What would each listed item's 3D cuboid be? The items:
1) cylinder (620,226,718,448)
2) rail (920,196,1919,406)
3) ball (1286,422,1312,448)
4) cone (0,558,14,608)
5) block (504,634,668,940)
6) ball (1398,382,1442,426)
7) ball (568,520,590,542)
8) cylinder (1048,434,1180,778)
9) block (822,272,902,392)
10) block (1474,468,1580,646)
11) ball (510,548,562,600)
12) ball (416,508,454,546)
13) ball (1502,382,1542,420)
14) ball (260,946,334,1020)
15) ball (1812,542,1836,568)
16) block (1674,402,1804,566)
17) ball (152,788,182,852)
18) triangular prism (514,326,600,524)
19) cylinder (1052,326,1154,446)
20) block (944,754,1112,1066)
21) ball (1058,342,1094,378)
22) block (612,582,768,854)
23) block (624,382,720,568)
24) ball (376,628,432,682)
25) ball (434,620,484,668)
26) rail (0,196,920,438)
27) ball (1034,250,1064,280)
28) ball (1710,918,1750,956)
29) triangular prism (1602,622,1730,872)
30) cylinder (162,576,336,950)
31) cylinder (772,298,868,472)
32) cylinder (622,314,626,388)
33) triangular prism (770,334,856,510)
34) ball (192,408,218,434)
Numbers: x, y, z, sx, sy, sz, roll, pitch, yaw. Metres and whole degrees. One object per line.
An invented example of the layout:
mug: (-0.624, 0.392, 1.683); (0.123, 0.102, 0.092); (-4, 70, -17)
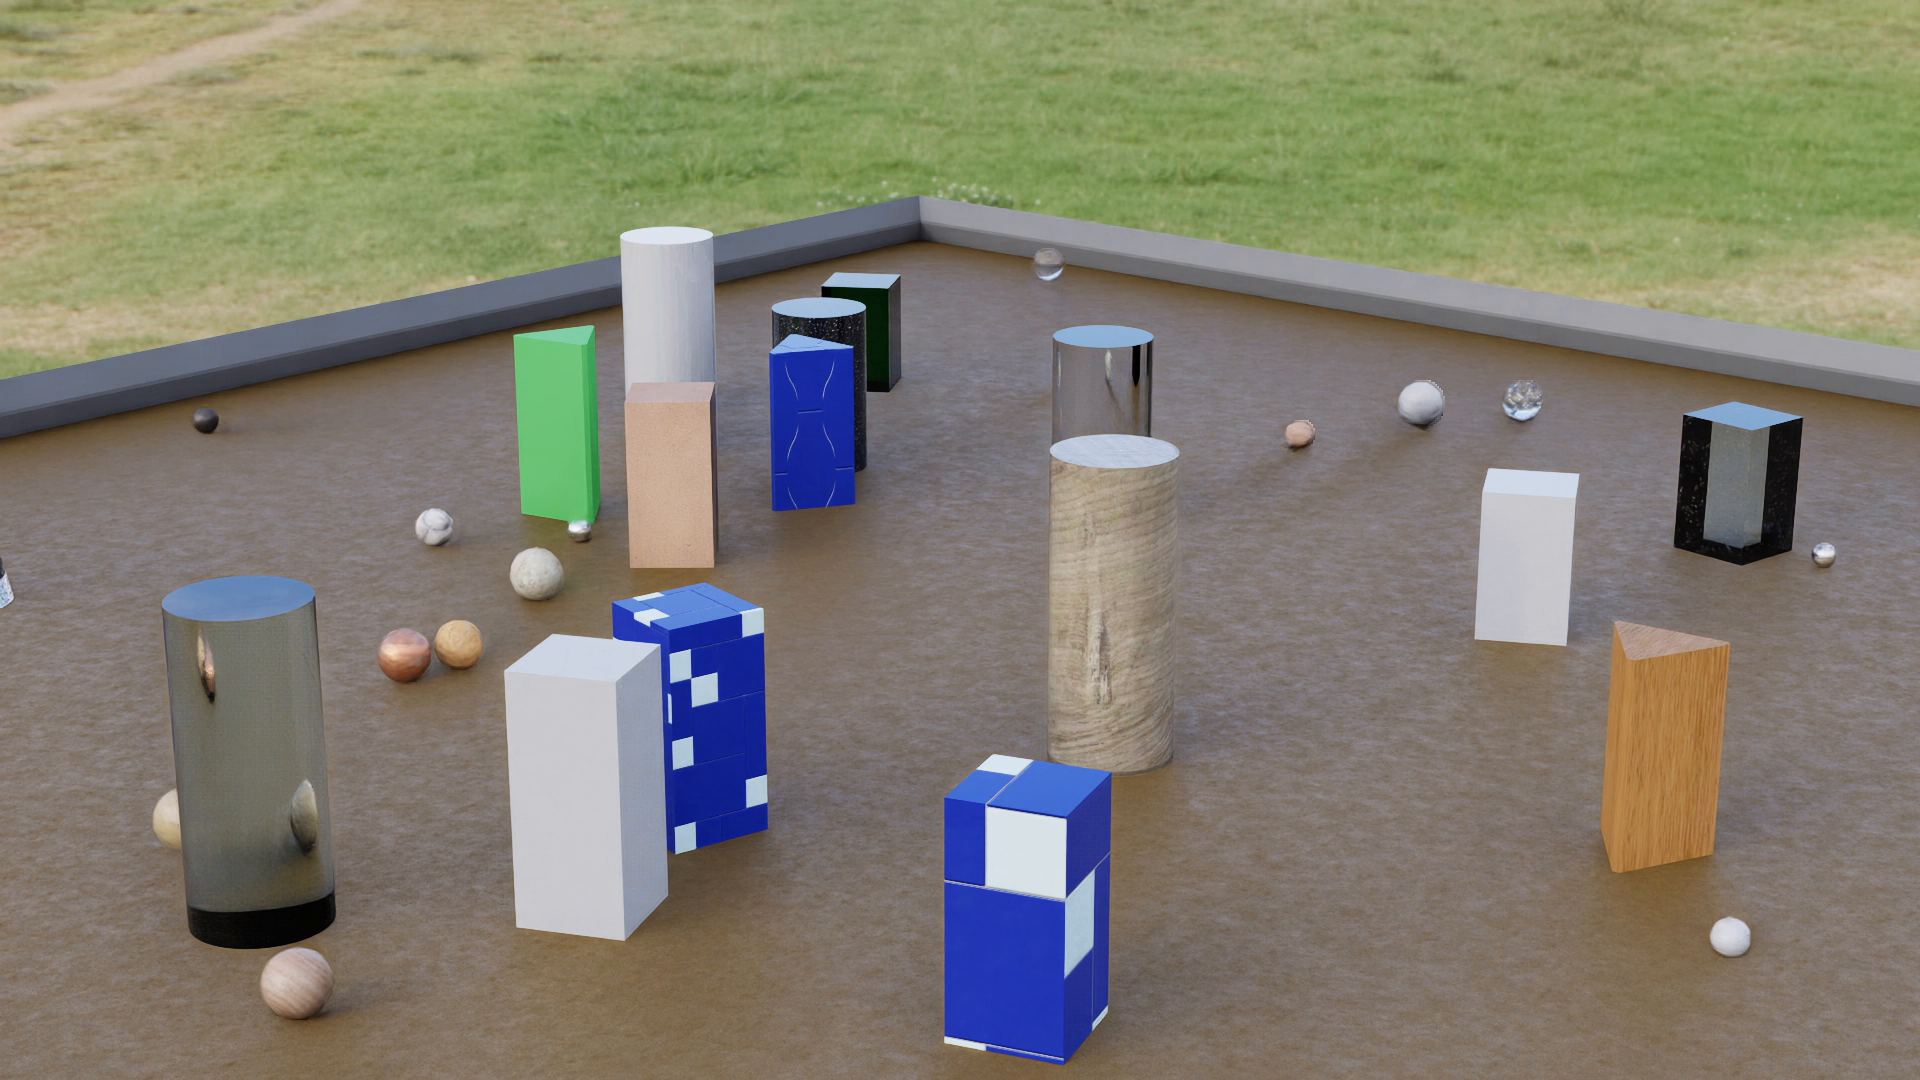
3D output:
cylinder: (-0.596, -0.407, 6.019); (0.188, 0.442, 0.188); (0, 17, 0)
rail: (1.536, -0.481, 6.814); (4.411, 0.122, 0.045); (14, 22, 39)
ball: (0.700, -0.217, 6.058); (0.056, 0.056, 0.056); (0, 17, 0)
cone: (-1.738, -0.116, 5.015); (0.188, 0.466, 0.188); (0, 17, 0)
block: (-0.479, 0.317, 3.782); (0.150, 0.350, 0.150); (5, 17, 15)
ball: (0.978, -0.289, 6.231); (0.094, 0.094, 0.094); (0, 17, 0)
ball: (-0.705, -0.017, 5.420); (0.043, 0.043, 0.043); (0, 17, 0)
cylinder: (0.224, 0.096, 4.311); (0.188, 0.469, 0.188); (0, 17, 0)
block: (-0.220, -0.466, 6.569); (0.150, 0.236, 0.150); (3, 17, 9)
block: (0.949, 0.027, 4.906); (0.150, 0.255, 0.150); (4, 17, 13)
ball: (-0.735, 0.058, 5.086); (0.091, 0.091, 0.091); (0, 17, 0)
ball: (-0.967, -0.024, 5.397); (0.068, 0.068, 0.068); (0, 17, 0)
ball: (1.204, -0.299, 6.281); (0.082, 0.082, 0.082); (0, 17, 0)
ball: (-0.797, 0.533, 3.526); (0.086, 0.086, 0.086); (0, 17, 0)
ball: (1.554, 0.027, 5.271); (0.044, 0.044, 0.044); (0, 17, 0)
block: (1.419, -0.105, 5.347); (0.150, 0.252, 0.150); (-13, 21, -37)
ball: (-1.060, 0.383, 4.015); (0.090, 0.090, 0.090); (0, 17, 0)
triangular prism: (-0.734, -0.225, 5.581); (0.163, 0.347, 0.141); (9, 19, 27)
cylinder: (0.267, -0.211, 5.521); (0.188, 0.354, 0.188); (0, 17, 0)
block: (0.080, 0.434, 3.462); (0.150, 0.312, 0.150); (7, 18, 22)
ball: (0.262, -0.408, 6.647); (0.080, 0.080, 0.080); (0, 17, 0)
block: (-0.374, 0.245, 4.067); (0.150, 0.324, 0.150); (-12, 21, -35)
block: (-0.519, -0.118, 5.299); (0.150, 0.306, 0.150); (0, 17, -1)
ball: (-0.888, 0.184, 4.681); (0.086, 0.086, 0.086); (0, 17, 0)
ball: (-0.811, 0.168, 4.743); (0.079, 0.079, 0.079); (0, 17, 0)
rail: (-1.648, -0.383, 6.490); (0.045, 0.122, 4.732); (14, 22, 39)
ball: (0.231, -0.719, 7.681); (0.078, 0.078, 0.078); (0, 17, 0)
ball: (0.971, 0.500, 3.696); (0.049, 0.049, 0.049); (0, 17, 0)
triangular prism: (0.930, 0.275, 4.004); (0.163, 0.303, 0.141); (-7, 18, -23)
cylinder: (-0.906, 0.282, 3.746); (0.188, 0.438, 0.188); (0, 17, 0)
cylinder: (-0.282, -0.308, 5.895); (0.188, 0.325, 0.188); (0, 17, 0)
cylinder: (-0.632, -0.434, 6.331); (0.188, 0.312, 0.188); (0, 17, 0)
triangular prism: (-0.302, -0.231, 5.664); (0.163, 0.310, 0.141); (-5, 18, -17)
ball: (-1.590, -0.252, 6.176); (0.055, 0.055, 0.055); (0, 17, 0)
